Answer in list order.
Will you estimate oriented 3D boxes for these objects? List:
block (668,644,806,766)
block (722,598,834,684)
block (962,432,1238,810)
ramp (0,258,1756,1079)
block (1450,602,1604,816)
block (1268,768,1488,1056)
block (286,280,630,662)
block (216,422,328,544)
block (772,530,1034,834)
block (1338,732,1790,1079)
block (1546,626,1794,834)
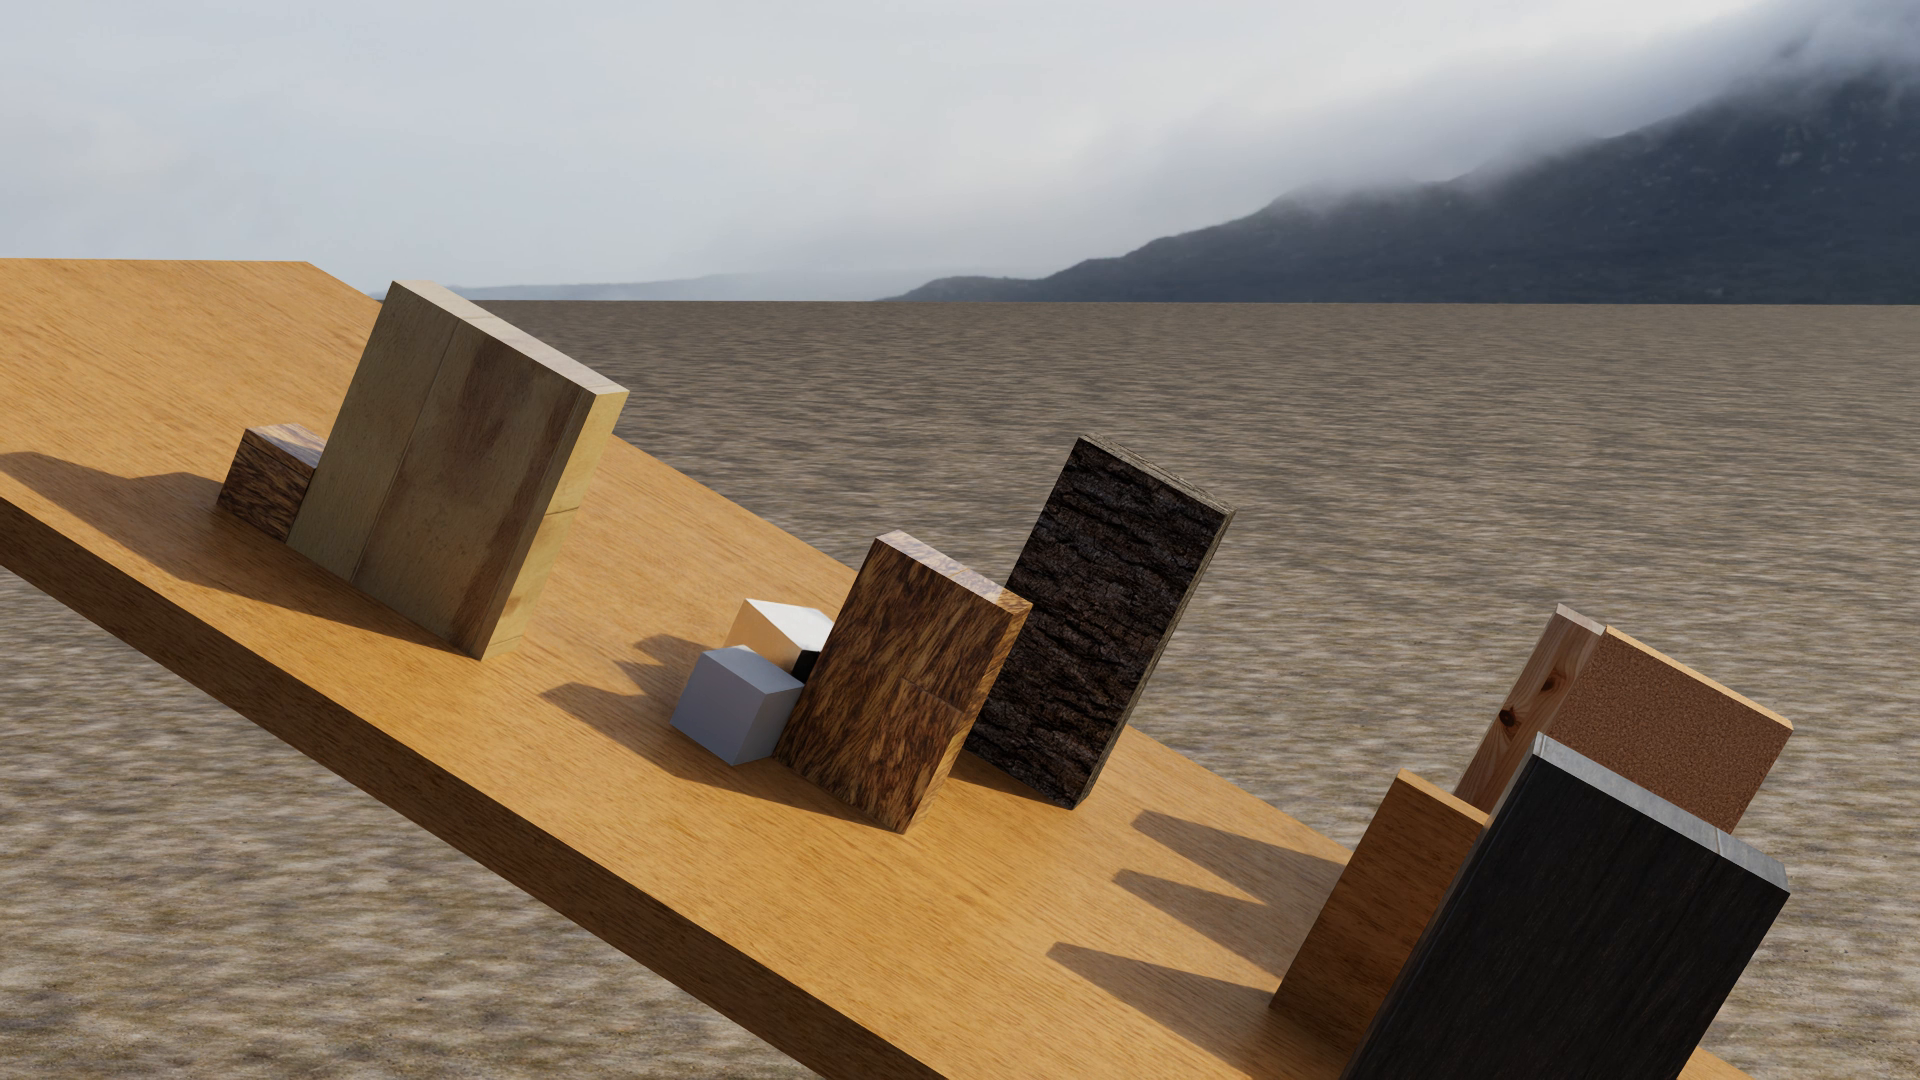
[{"bbox_3d":[-0.386,0.286,3.832,0.143,0.143,0.143,31,15,20],"label":"block"},{"bbox_3d":[-0.312,0.243,4.034,0.186,0.186,0.186,11,20,-47],"label":"block"},{"bbox_3d":[0.245,0.159,4.340,0.320,0.663,0.139,29,14,12],"label":"block"},{"bbox_3d":[-0.242,0.407,4.158,4.000,0.100,2.000,29,14,12],"label":"ramp"},{"bbox_3d":[1.264,0.539,4.674,0.368,0.710,0.143,29,14,12],"label":"block"},{"bbox_3d":[0.836,0.707,3.780,0.432,0.475,0.080,29,14,12],"label":"block"},{"bbox_3d":[-0.855,-0.121,3.730,0.414,0.503,0.123,29,14,12],"label":"block"},{"bbox_3d":[-1.169,-0.100,3.838,0.148,0.148,0.148,29,14,12],"label":"block"},{"bbox_3d":[-0.103,0.247,3.854,0.276,0.443,0.125,29,14,12],"label":"block"},{"bbox_3d":[0.737,0.699,2.948,0.354,0.800,0.146,29,14,12],"label":"block"},{"bbox_3d":[1.264,0.598,4.339,0.387,0.766,0.093,29,14,12],"label":"block"}]
